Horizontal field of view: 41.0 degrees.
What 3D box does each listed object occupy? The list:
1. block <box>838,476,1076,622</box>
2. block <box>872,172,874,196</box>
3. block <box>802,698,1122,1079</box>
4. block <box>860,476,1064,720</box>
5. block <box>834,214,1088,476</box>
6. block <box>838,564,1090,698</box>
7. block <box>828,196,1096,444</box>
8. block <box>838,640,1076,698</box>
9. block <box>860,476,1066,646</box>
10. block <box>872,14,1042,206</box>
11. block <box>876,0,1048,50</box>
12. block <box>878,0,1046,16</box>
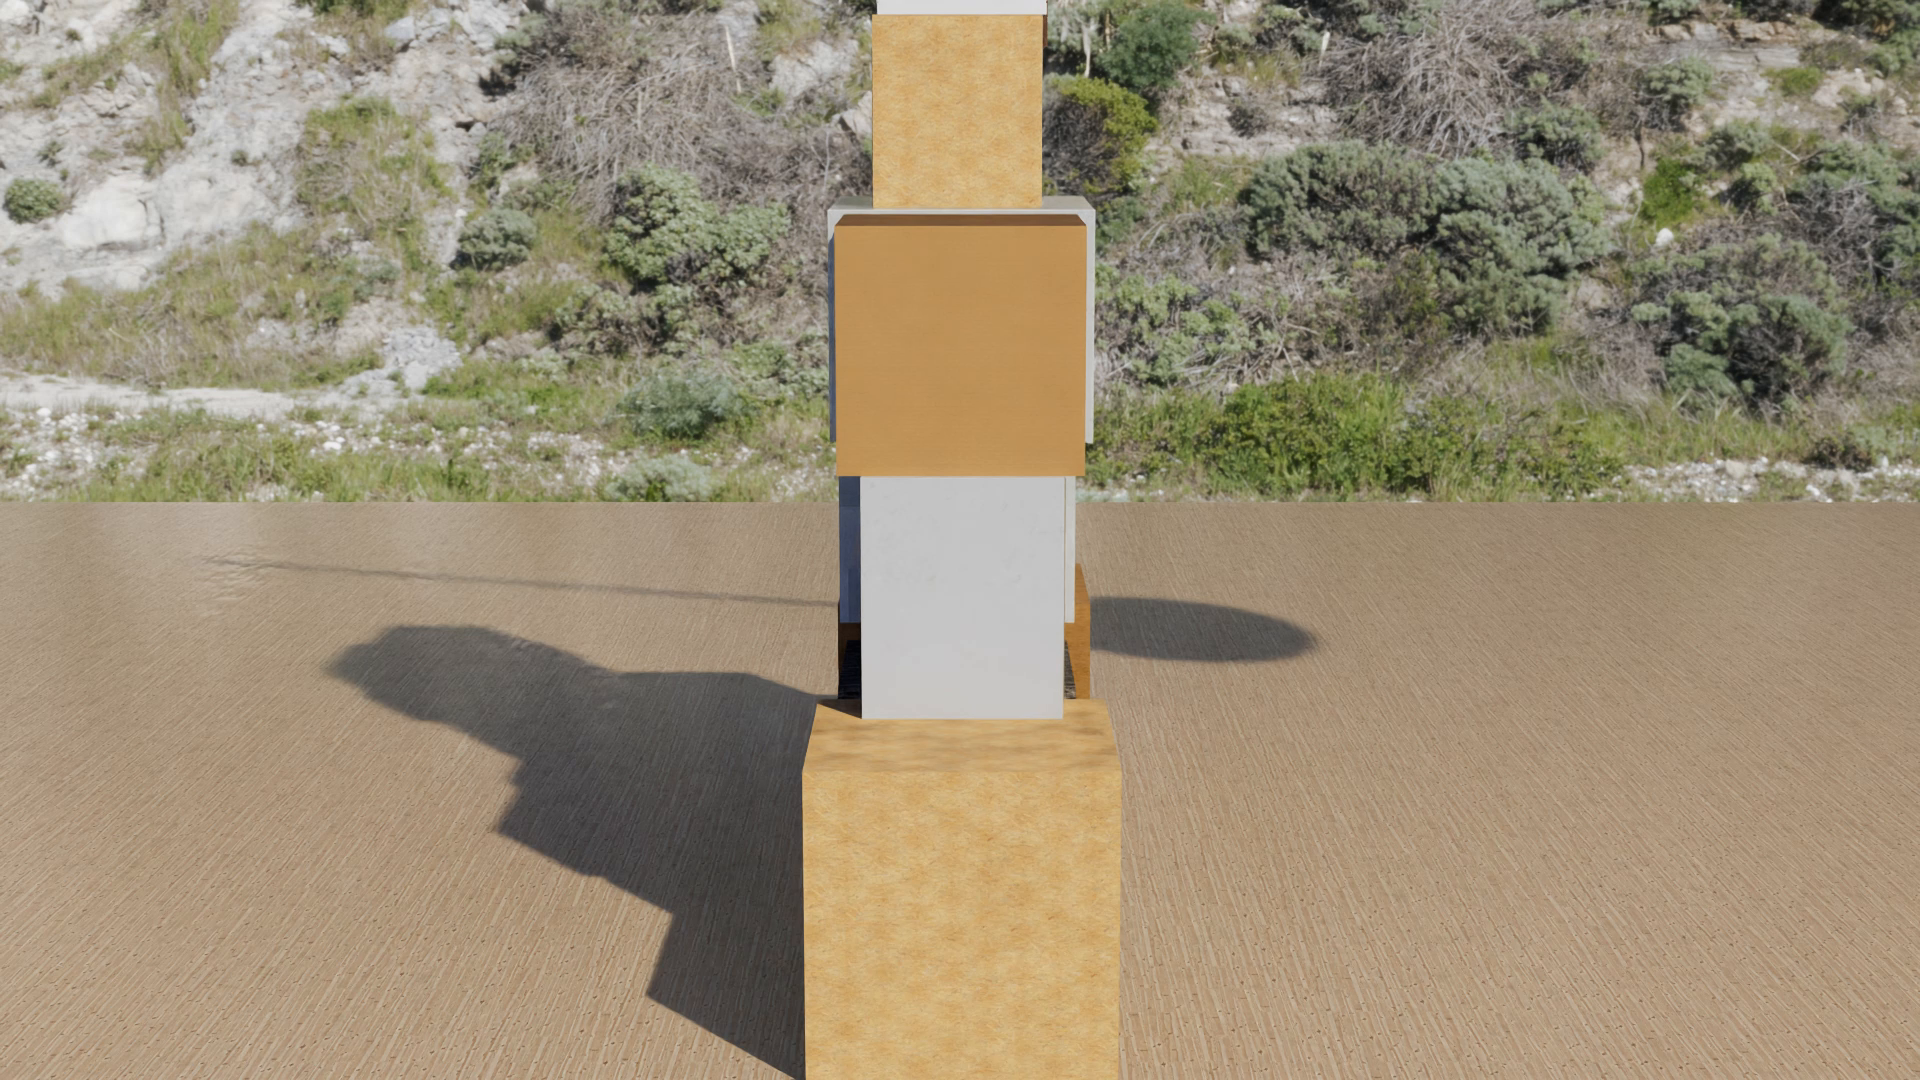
[{"bbox_3d":[-0.012,-0.181,11.564,1.018,0.906,1.034,0,11,0],"label":"block"},{"bbox_3d":[-0.013,-1.825,11.195,0.720,0.629,0.674,0,9,0],"label":"block"},{"bbox_3d":[0.007,1.264,9.431,1.098,1.139,1.042,0,10,0],"label":"block"},{"bbox_3d":[0.009,0.150,9.839,0.747,0.906,0.783,0,10,0],"label":"block"},{"bbox_3d":[0.003,-0.755,9.728,0.912,0.913,0.792,0,10,0],"label":"block"},{"bbox_3d":[0.018,0.770,12.099,1.134,1.156,0.980,0,10,0],"label":"block"},{"bbox_3d":[0.005,-0.934,10.627,1.048,0.921,1.035,0,11,0],"label":"block"},{"bbox_3d":[-0.013,1.021,11.174,0.986,0.994,0.908,0,10,0],"label":"block"},{"bbox_3d":[0.011,0.140,10.668,0.817,0.921,0.831,0,10,0],"label":"block"},{"bbox_3d":[-0.010,-1.761,10.498,0.672,0.751,0.688,0,11,0],"label":"block"},{"bbox_3d":[0.009,-2.501,11.082,0.718,0.741,0.681,0,9,0],"label":"block"},{"bbox_3d":[0.008,-2.460,10.364,0.666,0.671,0.686,0,11,0],"label":"block"}]
